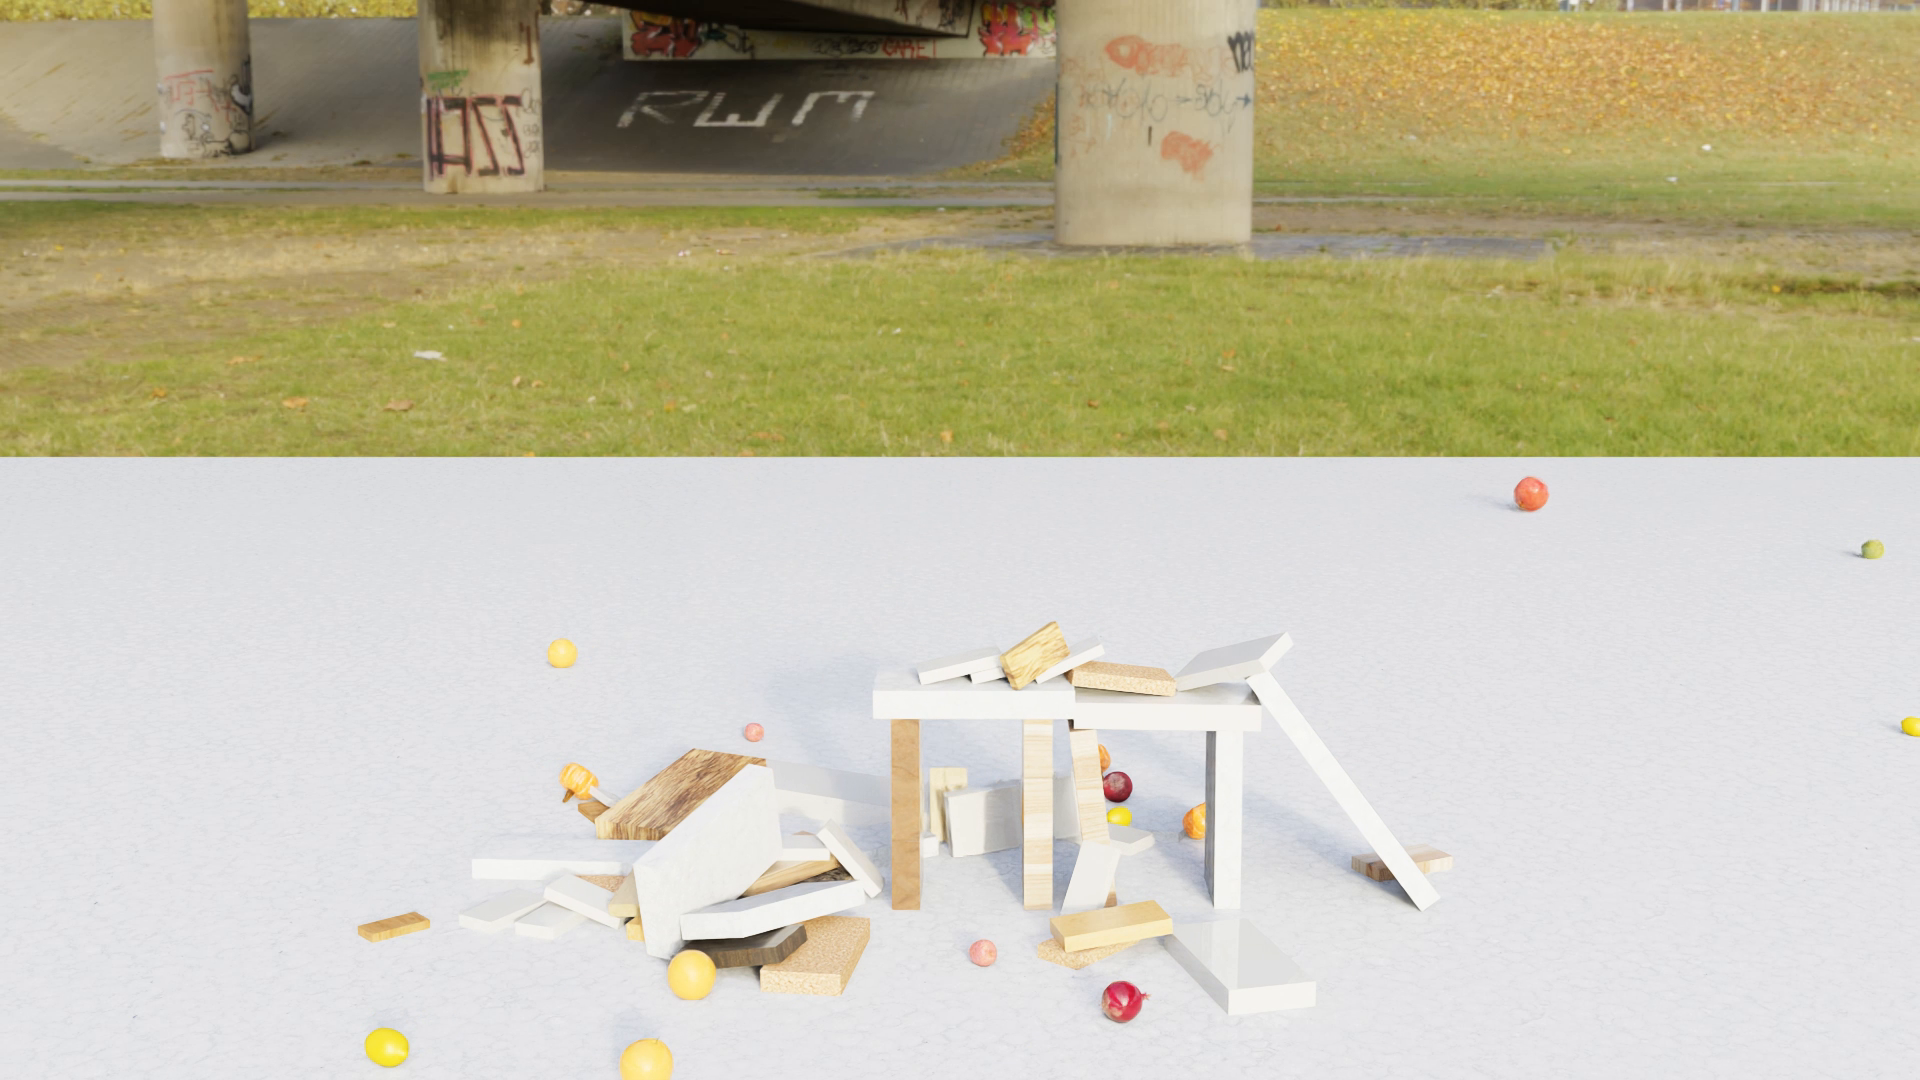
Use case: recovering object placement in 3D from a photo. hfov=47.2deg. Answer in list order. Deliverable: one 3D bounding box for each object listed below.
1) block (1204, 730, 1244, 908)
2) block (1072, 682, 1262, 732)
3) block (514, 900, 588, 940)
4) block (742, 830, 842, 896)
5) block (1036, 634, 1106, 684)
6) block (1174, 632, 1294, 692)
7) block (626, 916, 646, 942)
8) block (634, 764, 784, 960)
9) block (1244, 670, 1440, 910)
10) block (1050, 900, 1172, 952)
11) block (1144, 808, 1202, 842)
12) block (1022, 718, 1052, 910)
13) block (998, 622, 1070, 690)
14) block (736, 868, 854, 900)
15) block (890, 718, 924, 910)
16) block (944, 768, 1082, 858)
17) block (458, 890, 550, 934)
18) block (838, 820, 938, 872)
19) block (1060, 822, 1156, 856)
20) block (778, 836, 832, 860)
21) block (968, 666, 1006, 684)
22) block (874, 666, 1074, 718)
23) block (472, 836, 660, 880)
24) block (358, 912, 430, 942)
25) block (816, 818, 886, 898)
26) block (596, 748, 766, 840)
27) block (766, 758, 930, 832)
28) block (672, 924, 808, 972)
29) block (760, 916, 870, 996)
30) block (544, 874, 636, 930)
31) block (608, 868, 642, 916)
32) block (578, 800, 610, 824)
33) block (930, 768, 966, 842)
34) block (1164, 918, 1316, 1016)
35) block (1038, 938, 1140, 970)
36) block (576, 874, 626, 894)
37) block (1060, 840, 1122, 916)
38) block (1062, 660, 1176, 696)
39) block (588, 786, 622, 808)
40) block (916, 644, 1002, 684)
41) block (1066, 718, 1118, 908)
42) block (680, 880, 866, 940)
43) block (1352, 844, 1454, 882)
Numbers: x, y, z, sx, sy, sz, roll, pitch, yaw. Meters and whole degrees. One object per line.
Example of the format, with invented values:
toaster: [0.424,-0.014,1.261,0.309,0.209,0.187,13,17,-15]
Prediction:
block: [0.436,0.442,3.643,0.043,0.301,0.150,0,11,0]
block: [0.336,0.272,3.612,0.301,0.043,0.150,1,11,1]
block: [-0.647,0.605,3.532,0.069,0.020,0.139,4,11,21]
block: [-0.301,0.540,3.670,0.113,0.032,0.226,9,14,40]
block: [0.175,0.194,3.593,0.120,0.017,0.060,-24,14,1]
block: [0.441,0.198,3.568,0.198,0.024,0.086,-18,15,49]
block: [-0.422,0.613,3.472,0.184,0.026,0.092,3,11,18]
block: [-0.391,0.502,3.460,0.046,0.162,0.323,8,27,27]
block: [0.617,0.391,3.608,0.038,0.491,0.135,-37,10,5]
block: [0.233,0.597,3.401,0.172,0.024,0.086,-8,12,-12]
block: [0.388,0.519,4.000,0.065,0.018,0.130,5,12,25]
block: [0.127,0.431,3.640,0.046,0.323,0.162,0,11,0]
block: [0.121,0.186,3.550,0.120,0.060,0.017,-32,16,-32]
block: [-0.290,0.581,3.627,0.113,0.032,0.226,10,14,42]
block: [-0.086,0.431,3.641,0.046,0.323,0.162,0,11,1]
block: [0.099,0.482,3.879,0.249,0.113,0.032,-9,14,-15]
block: [-0.735,0.601,3.557,0.069,0.020,0.139,7,12,32]
block: [-0.171,0.540,3.845,0.240,0.034,0.120,-7,13,-34]
block: [0.262,0.529,3.935,0.157,0.022,0.078,8,13,38]
block: [-0.285,0.513,3.670,0.140,0.020,0.070,0,11,1]
block: [0.073,0.207,3.597,0.120,0.017,0.060,-14,12,-5]
block: [0.023,0.250,3.605,0.323,0.046,0.162,0,11,0]
block: [-0.627,0.551,3.787,0.399,0.034,0.120,1,11,4]
block: [-0.899,0.615,3.495,0.100,0.014,0.050,-9,14,-40]
block: [-0.181,0.529,3.662,0.020,0.139,0.070,-41,1,8]
block: [-0.506,0.475,4.027,0.162,0.046,0.323,5,20,26]
block: [-0.218,0.482,4.128,0.467,0.046,0.162,5,12,27]
block: [-0.333,0.617,3.327,0.184,0.026,0.092,-10,8,25]
block: [-0.218,0.631,3.354,0.120,0.034,0.240,1,11,8]
block: [-0.594,0.583,3.552,0.139,0.020,0.069,20,16,16]
block: [-0.507,0.563,3.557,0.076,0.022,0.152,-3,18,11]
block: [-0.669,0.506,4.082,0.050,0.014,0.100,-6,12,-29]
block: [-0.021,0.475,3.943,0.065,0.130,0.018,0,-14,-4]
block: [0.418,0.638,3.305,0.135,0.038,0.269,-3,11,-14]
block: [0.200,0.626,3.414,0.078,0.022,0.157,9,14,40]
block: [-0.572,0.581,3.658,0.152,0.022,0.076,0,11,3]
block: [0.210,0.552,3.535,0.065,0.130,0.018,9,-14,40]
block: [0.261,0.225,3.609,0.172,0.024,0.086,7,11,-10]
block: [-0.657,0.487,4.128,0.050,0.014,0.100,25,-3,-31]
block: [-0.001,0.204,3.596,0.140,0.020,0.070,-13,12,-4]
block: [0.217,0.441,3.642,0.043,0.301,0.150,-7,10,2]
block: [-0.289,0.573,3.414,0.135,0.038,0.269,-11,-3,40]
block: [0.763,0.556,3.792,0.157,0.022,0.078,-5,12,-26]
